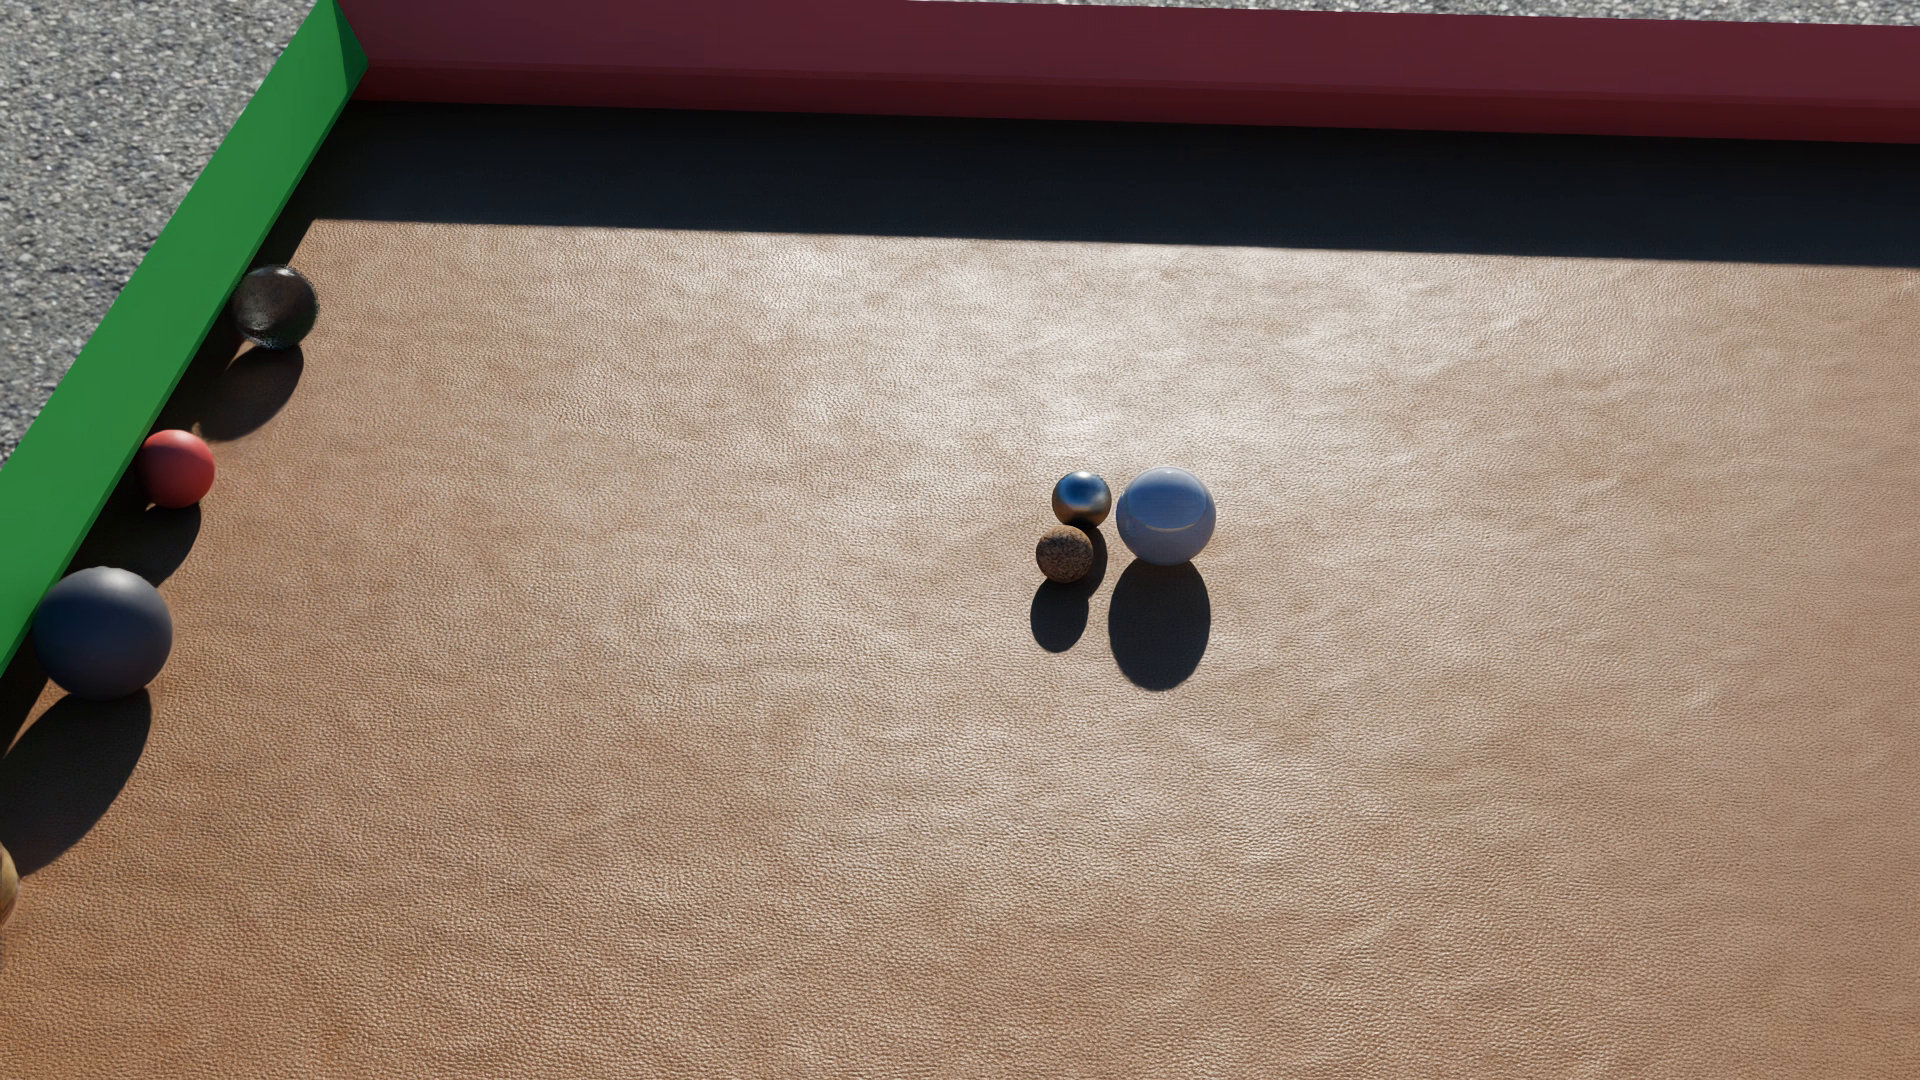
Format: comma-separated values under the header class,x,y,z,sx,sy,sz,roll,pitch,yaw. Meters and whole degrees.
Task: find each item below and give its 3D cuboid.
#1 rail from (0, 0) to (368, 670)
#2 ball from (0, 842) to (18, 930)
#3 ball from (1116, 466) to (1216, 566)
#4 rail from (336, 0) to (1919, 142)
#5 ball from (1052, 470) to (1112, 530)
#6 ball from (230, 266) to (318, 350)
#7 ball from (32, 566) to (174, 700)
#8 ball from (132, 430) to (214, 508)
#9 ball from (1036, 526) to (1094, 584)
class,x,y,z,sx,sy,sz,roll,pitch,yaw
rail,-0.656,-0.049,1.933,0.045,0.121,1.581,2,35,3
ball,-0.626,0.216,1.591,0.079,0.079,0.079,0,35,0
ball,0.155,-0.018,1.930,0.076,0.076,0.076,0,35,0
rail,0.729,-0.437,2.490,2.724,0.121,0.045,2,35,3
ball,0.094,-0.030,1.973,0.047,0.047,0.047,0,35,0
ball,-0.586,-0.198,2.192,0.072,0.072,0.072,0,35,0
ball,-0.599,0.065,1.795,0.093,0.093,0.093,0,35,0
ball,-0.612,-0.055,1.996,0.061,0.061,0.061,0,35,0
ball,0.078,0.011,1.917,0.043,0.043,0.043,0,35,0
